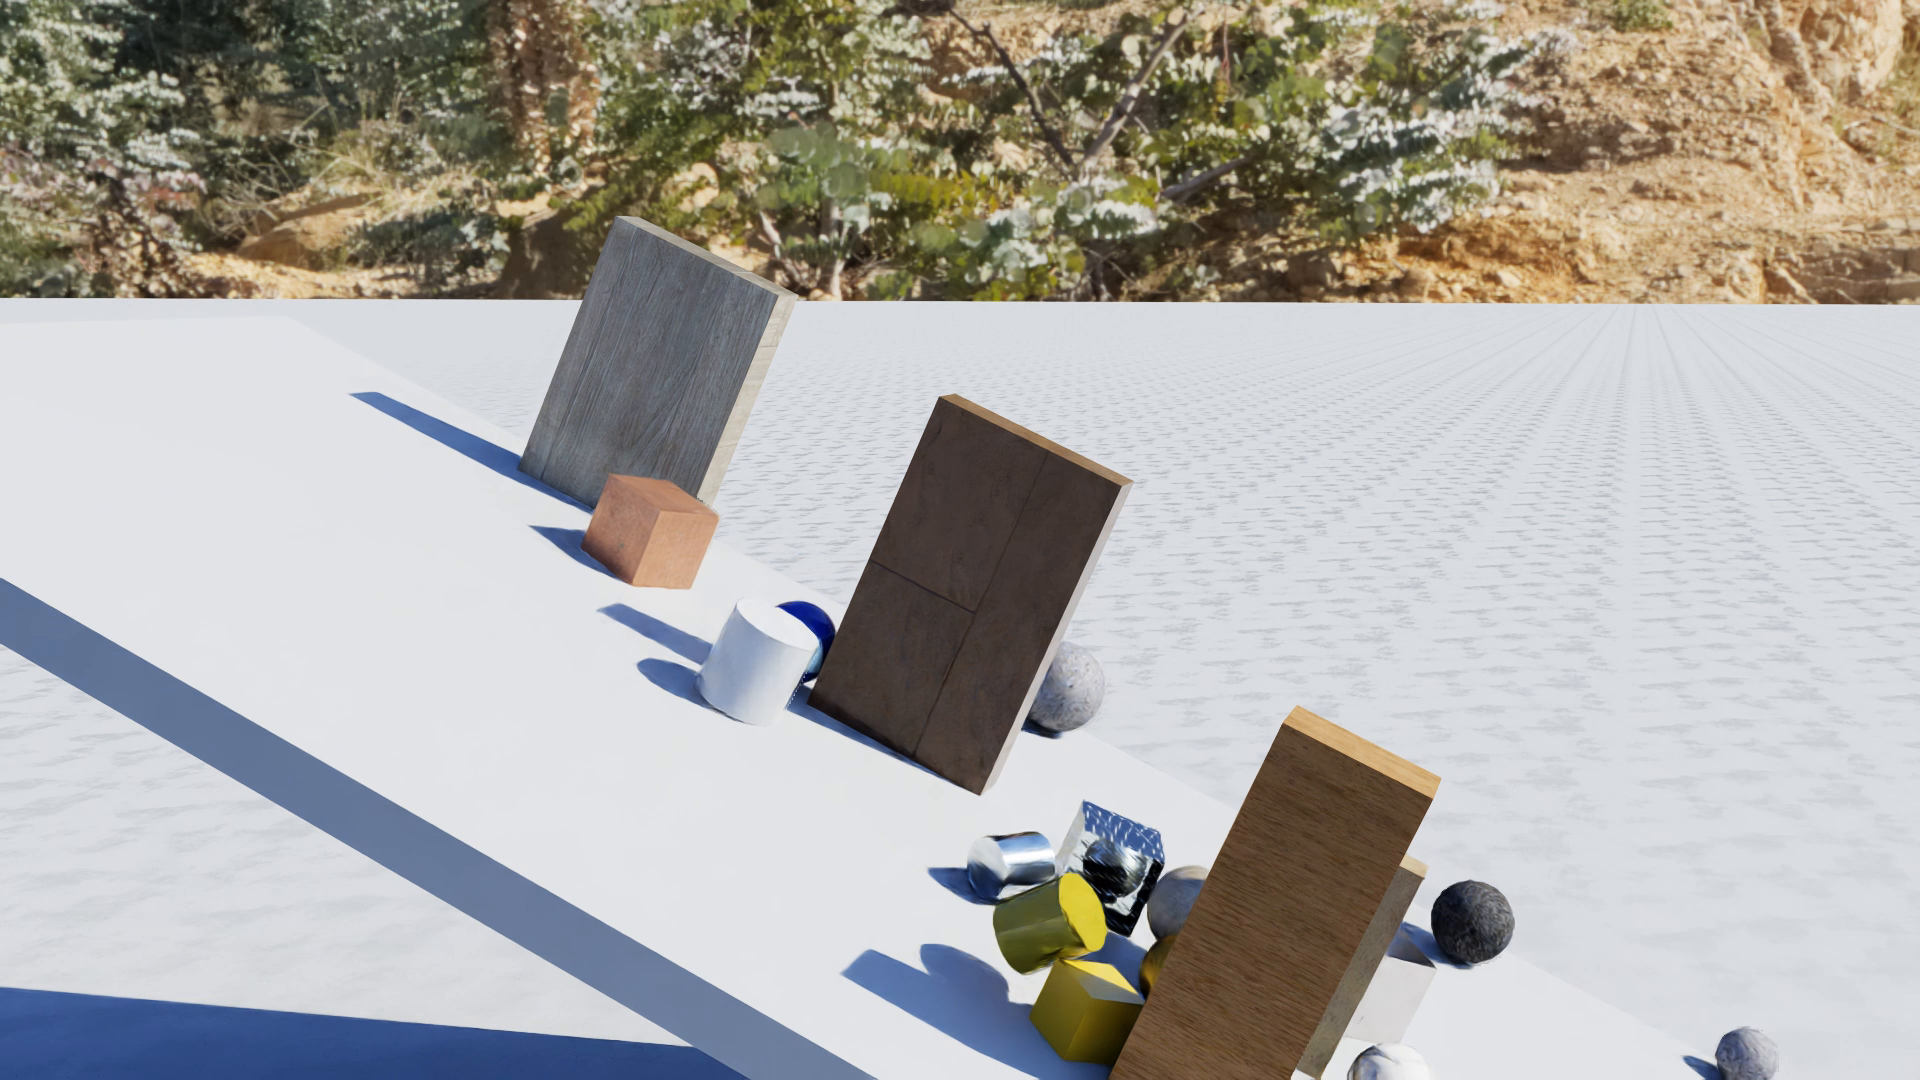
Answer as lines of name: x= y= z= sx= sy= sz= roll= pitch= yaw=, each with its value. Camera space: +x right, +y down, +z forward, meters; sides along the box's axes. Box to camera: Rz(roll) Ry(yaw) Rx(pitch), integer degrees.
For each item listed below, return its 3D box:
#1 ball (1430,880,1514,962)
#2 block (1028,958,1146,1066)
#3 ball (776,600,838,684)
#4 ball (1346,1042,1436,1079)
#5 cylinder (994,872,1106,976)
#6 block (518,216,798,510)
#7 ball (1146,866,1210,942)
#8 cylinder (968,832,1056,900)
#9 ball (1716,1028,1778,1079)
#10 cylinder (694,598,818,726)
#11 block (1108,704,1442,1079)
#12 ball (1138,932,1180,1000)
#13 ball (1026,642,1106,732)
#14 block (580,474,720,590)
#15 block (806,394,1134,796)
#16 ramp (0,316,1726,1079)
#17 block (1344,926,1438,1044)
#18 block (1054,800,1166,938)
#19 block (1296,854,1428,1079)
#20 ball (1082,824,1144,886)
ball: x=1.078 y=0.803 z=4.629 sx=0.172 sy=0.172 sz=0.172 roll=0 pitch=7 yaw=0
block: x=0.202 y=0.745 z=3.473 sx=0.114 sy=0.114 sz=0.114 roll=15 pitch=16 yaw=-34
ball: x=-0.335 y=0.210 z=4.505 sx=0.173 sy=0.173 sz=0.173 roll=0 pitch=7 yaw=0
ball: x=0.711 y=0.907 z=3.629 sx=0.151 sy=0.151 sz=0.151 roll=0 pitch=7 yaw=0
cylinder: x=0.144 y=0.617 z=3.528 sx=0.130 sy=0.130 sz=0.130 roll=-27 pitch=-7 yaw=28
block: x=-0.701 y=-0.361 z=5.074 sx=0.435 sy=0.641 sz=0.122 roll=27 pitch=14 yaw=13
ball: x=0.409 y=0.655 z=3.875 sx=0.161 sy=0.161 sz=0.161 roll=0 pitch=7 yaw=0
cylinder: x=0.091 y=0.577 z=3.899 sx=0.111 sy=0.111 sz=0.111 roll=0 pitch=6 yaw=-38
ball: x=1.650 y=1.087 z=4.615 sx=0.122 sy=0.122 sz=0.122 roll=0 pitch=7 yaw=0
cylinder: x=-0.393 y=0.236 z=4.253 sx=0.179 sy=0.179 sz=0.179 roll=28 pitch=14 yaw=-8
block: x=0.469 y=0.600 z=3.328 sx=0.240 sy=0.648 sz=0.141 roll=27 pitch=14 yaw=13
ball: x=0.378 y=0.740 z=3.712 sx=0.152 sy=0.152 sz=0.152 roll=0 pitch=7 yaw=0
ball: x=0.225 y=0.329 z=4.938 sx=0.203 sy=0.203 sz=0.203 roll=0 pitch=7 yaw=0
block: x=-0.674 y=-0.017 z=4.785 sx=0.181 sy=0.181 sz=0.181 roll=33 pitch=16 yaw=34
block: x=0.015 y=0.108 z=4.378 sx=0.403 sy=0.687 sz=0.109 roll=27 pitch=14 yaw=13
ramp: x=-0.275 y=0.473 z=4.176 sx=4.000 sy=0.100 sz=2.000 roll=27 pitch=14 yaw=13
block: x=0.732 y=0.800 z=4.044 sx=0.172 sy=0.172 sz=0.172 roll=18 pitch=14 yaw=-24
block: x=0.268 y=0.603 z=4.042 sx=0.158 sy=0.158 sz=0.158 roll=23 pitch=13 yaw=-4
block: x=0.597 y=0.683 z=3.761 sx=0.243 sy=0.404 sz=0.084 roll=27 pitch=14 yaw=13
ball: x=0.292 y=0.599 z=4.183 sx=0.119 sy=0.119 sz=0.119 roll=0 pitch=7 yaw=0
